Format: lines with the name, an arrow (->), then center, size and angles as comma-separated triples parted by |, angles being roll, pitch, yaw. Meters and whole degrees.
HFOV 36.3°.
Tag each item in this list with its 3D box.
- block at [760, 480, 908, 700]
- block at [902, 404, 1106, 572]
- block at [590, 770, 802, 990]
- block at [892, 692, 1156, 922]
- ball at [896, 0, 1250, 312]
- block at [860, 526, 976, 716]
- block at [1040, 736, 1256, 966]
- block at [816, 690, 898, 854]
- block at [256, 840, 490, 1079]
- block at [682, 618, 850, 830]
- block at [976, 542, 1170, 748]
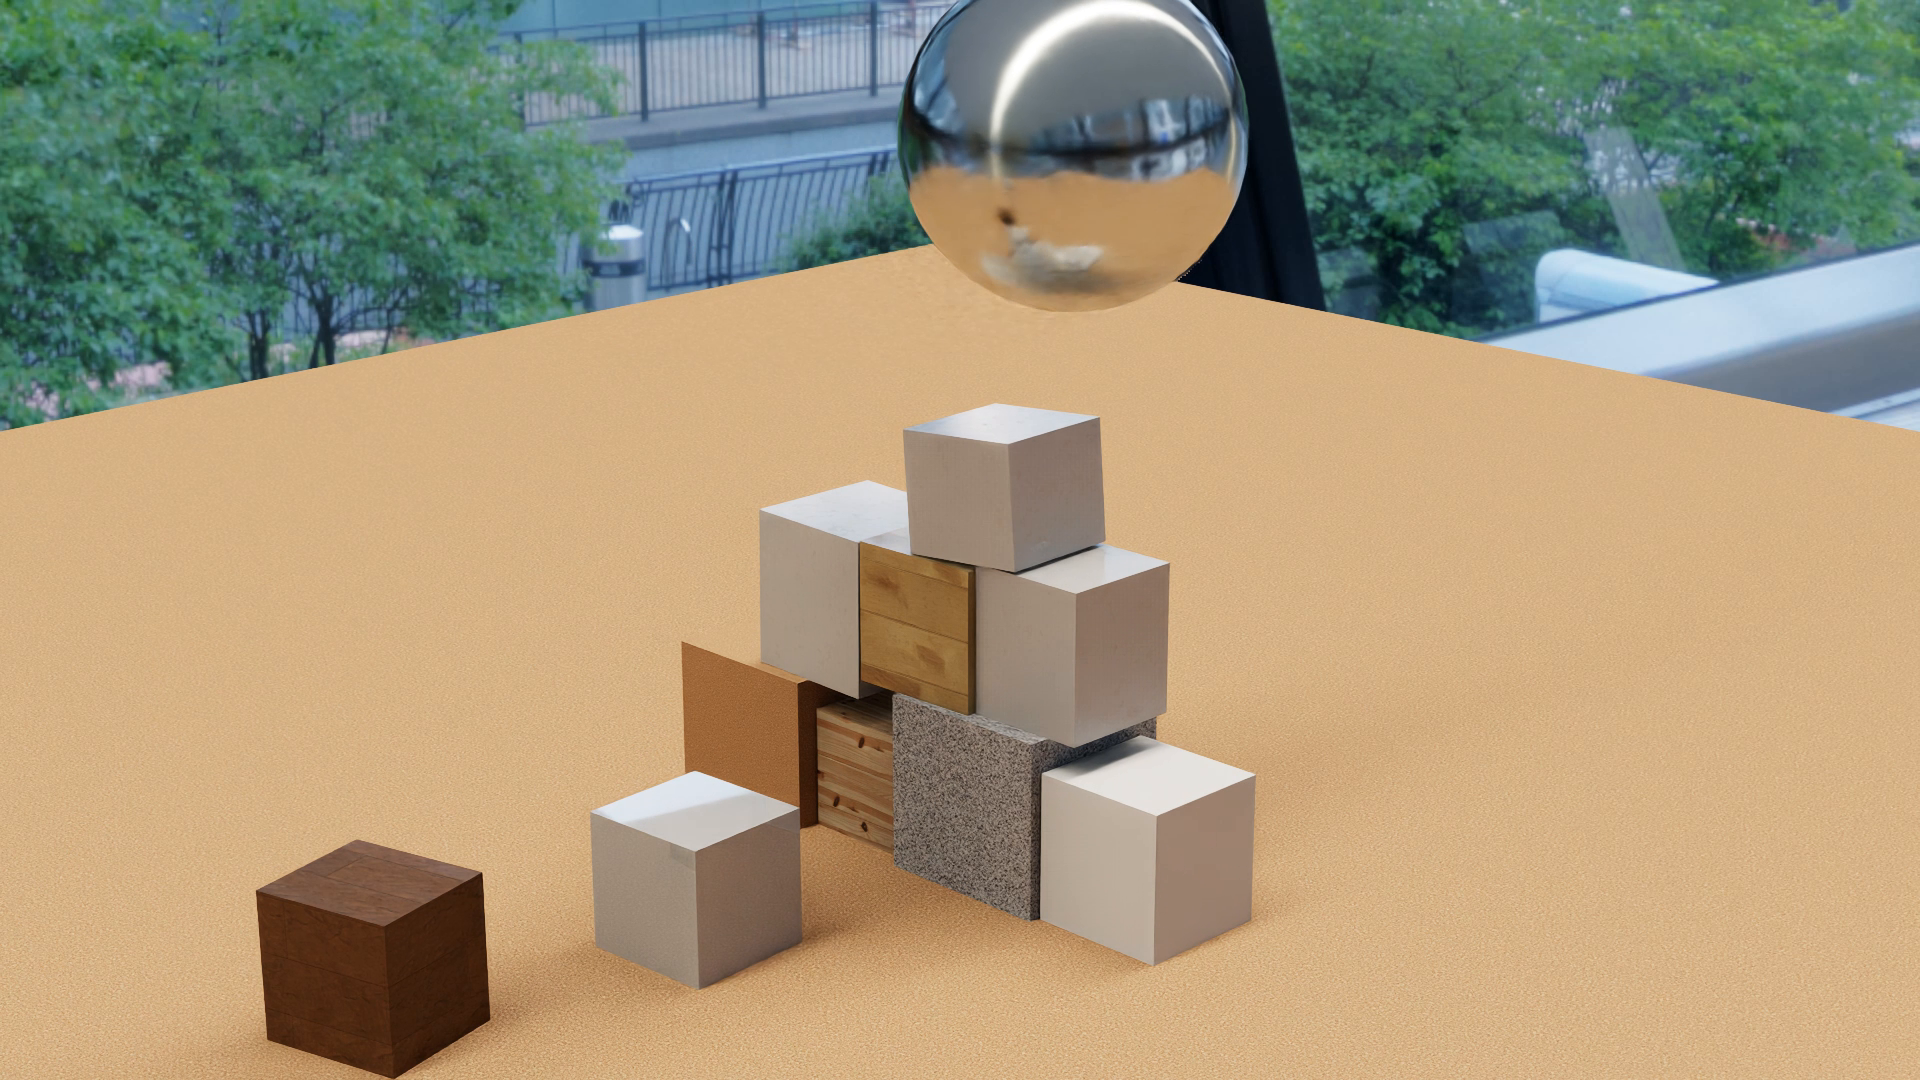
block -> -0.460, 0.223, 13.898 | 0.695, 0.762, 0.687 | -16, 25, -42
block -> 0.199, -0.242, 13.034 | 0.624, 0.568, 0.613 | 10, 19, 42
block -> -1.135, 1.457, 12.655 | 0.646, 0.632, 0.622 | 15, 23, 39
block -> 0.293, 1.110, 13.411 | 0.823, 0.841, 0.871 | -17, 24, -42
ball -> 0.512, -1.834, 13.303 | 1.600, 1.600, 1.600 | 0, 17, 0
block -> 0.009, 0.324, 13.388 | 0.674, 0.672, 0.638 | 16, 23, 41
block -> 0.822, 1.352, 12.885 | 0.653, 0.695, 0.668 | -17, 24, -42
block -> -0.249, 1.076, 13.939 | 0.613, 0.588, 0.605 | -17, 24, -42
block -> -2.371, 1.686, 11.878 | 0.667, 0.660, 0.597 | 10, 20, 29
block -> -0.762, 0.845, 14.420 | 0.847, 0.740, 0.847 | -17, 24, -42
block -> 0.495, 0.436, 12.978 | 0.599, 0.703, 0.608 | 17, 24, 42
